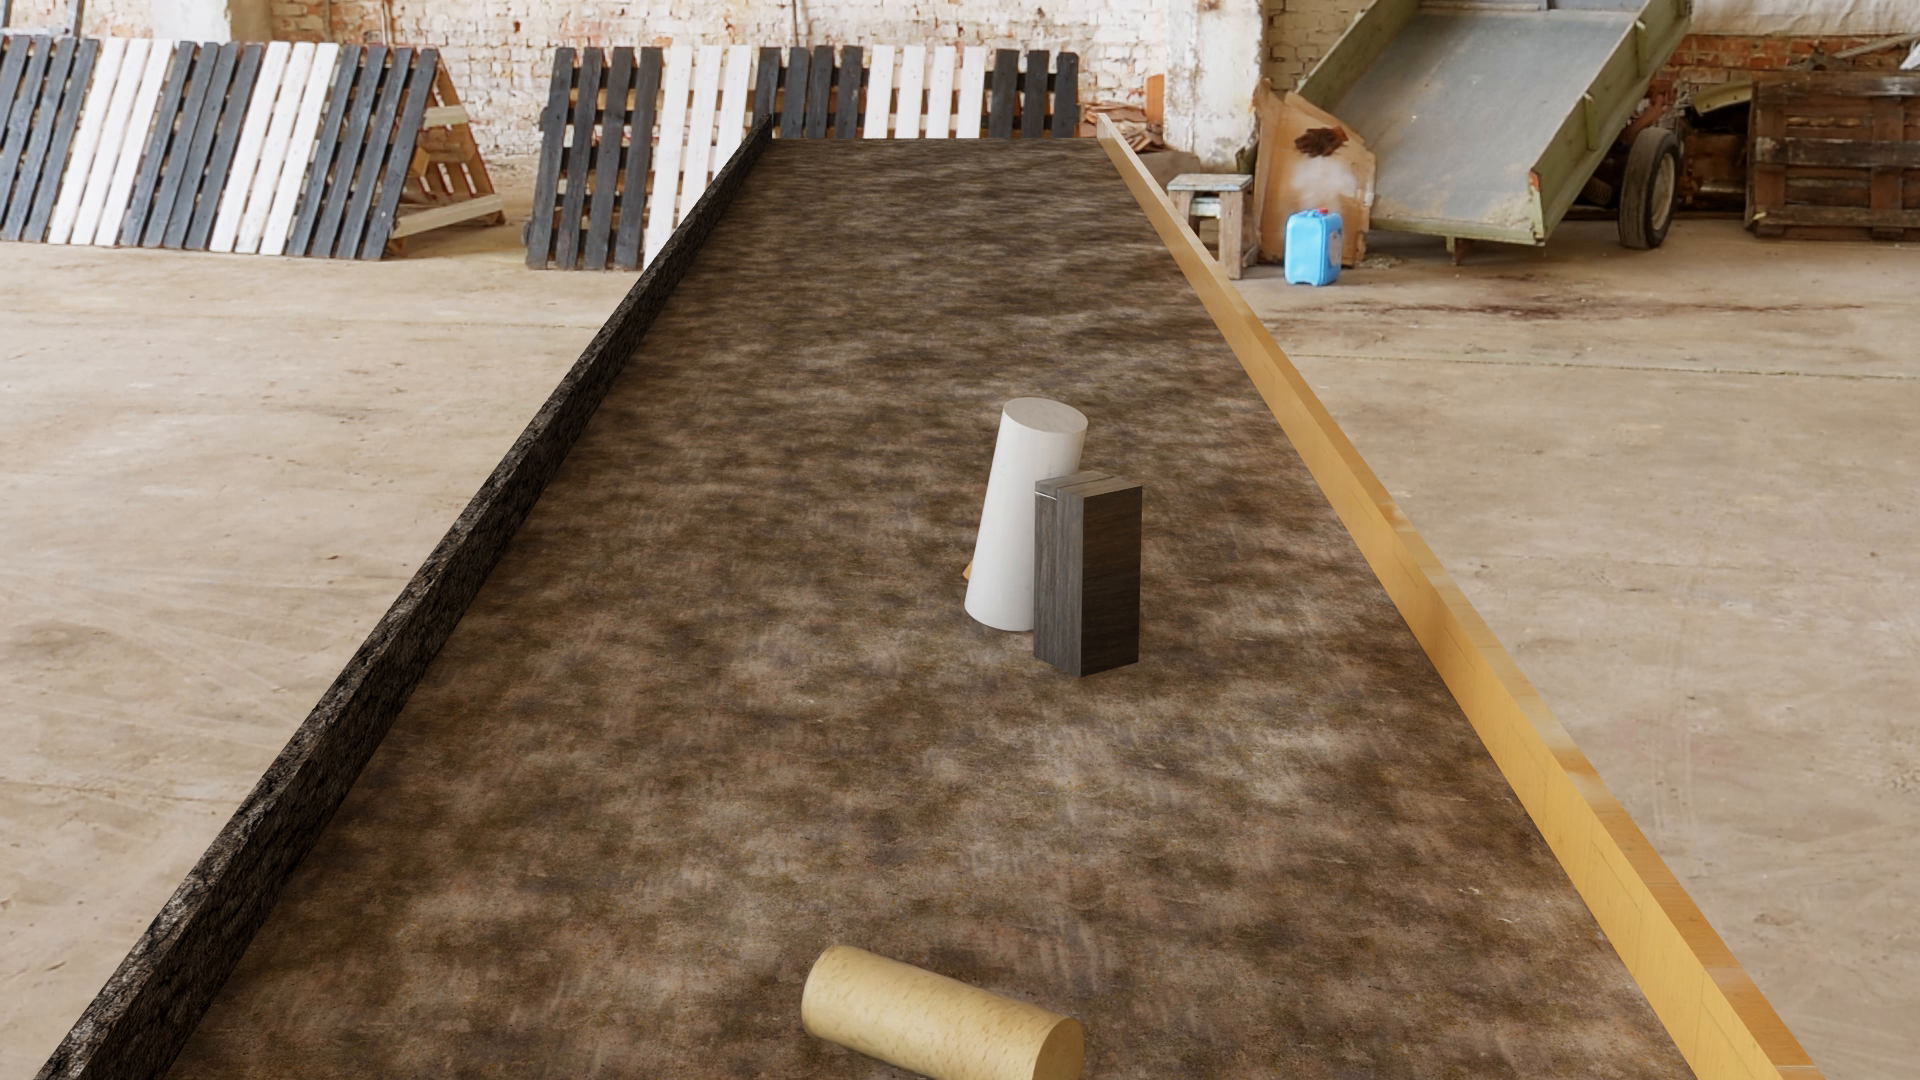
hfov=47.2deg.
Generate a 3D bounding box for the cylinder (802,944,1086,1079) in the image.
[{"bbox_3d":[-0.025,0.635,2.865,0.360,0.129,0.129,11,20,33],"label":"cylinder"}]

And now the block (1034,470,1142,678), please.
[{"bbox_3d":[0.252,0.065,4.367,0.149,0.366,0.149,-12,20,-35],"label":"block"}]

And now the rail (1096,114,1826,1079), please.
[{"bbox_3d":[0.932,-0.844,7.801,0.050,0.150,12.000,0,17,-1],"label":"rail"}]

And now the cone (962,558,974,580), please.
[{"bbox_3d":[0.150,-0.070,4.754,0.126,0.390,0.126,26,10,-5],"label":"cone"}]

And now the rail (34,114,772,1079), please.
[{"bbox_3d":[-1.118,-0.838,7.780,0.050,0.150,12.000,0,17,-1],"label":"rail"}]

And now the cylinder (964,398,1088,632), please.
[{"bbox_3d":[0.135,-0.052,4.553,0.175,0.455,0.175,9,26,-4],"label":"cylinder"}]
